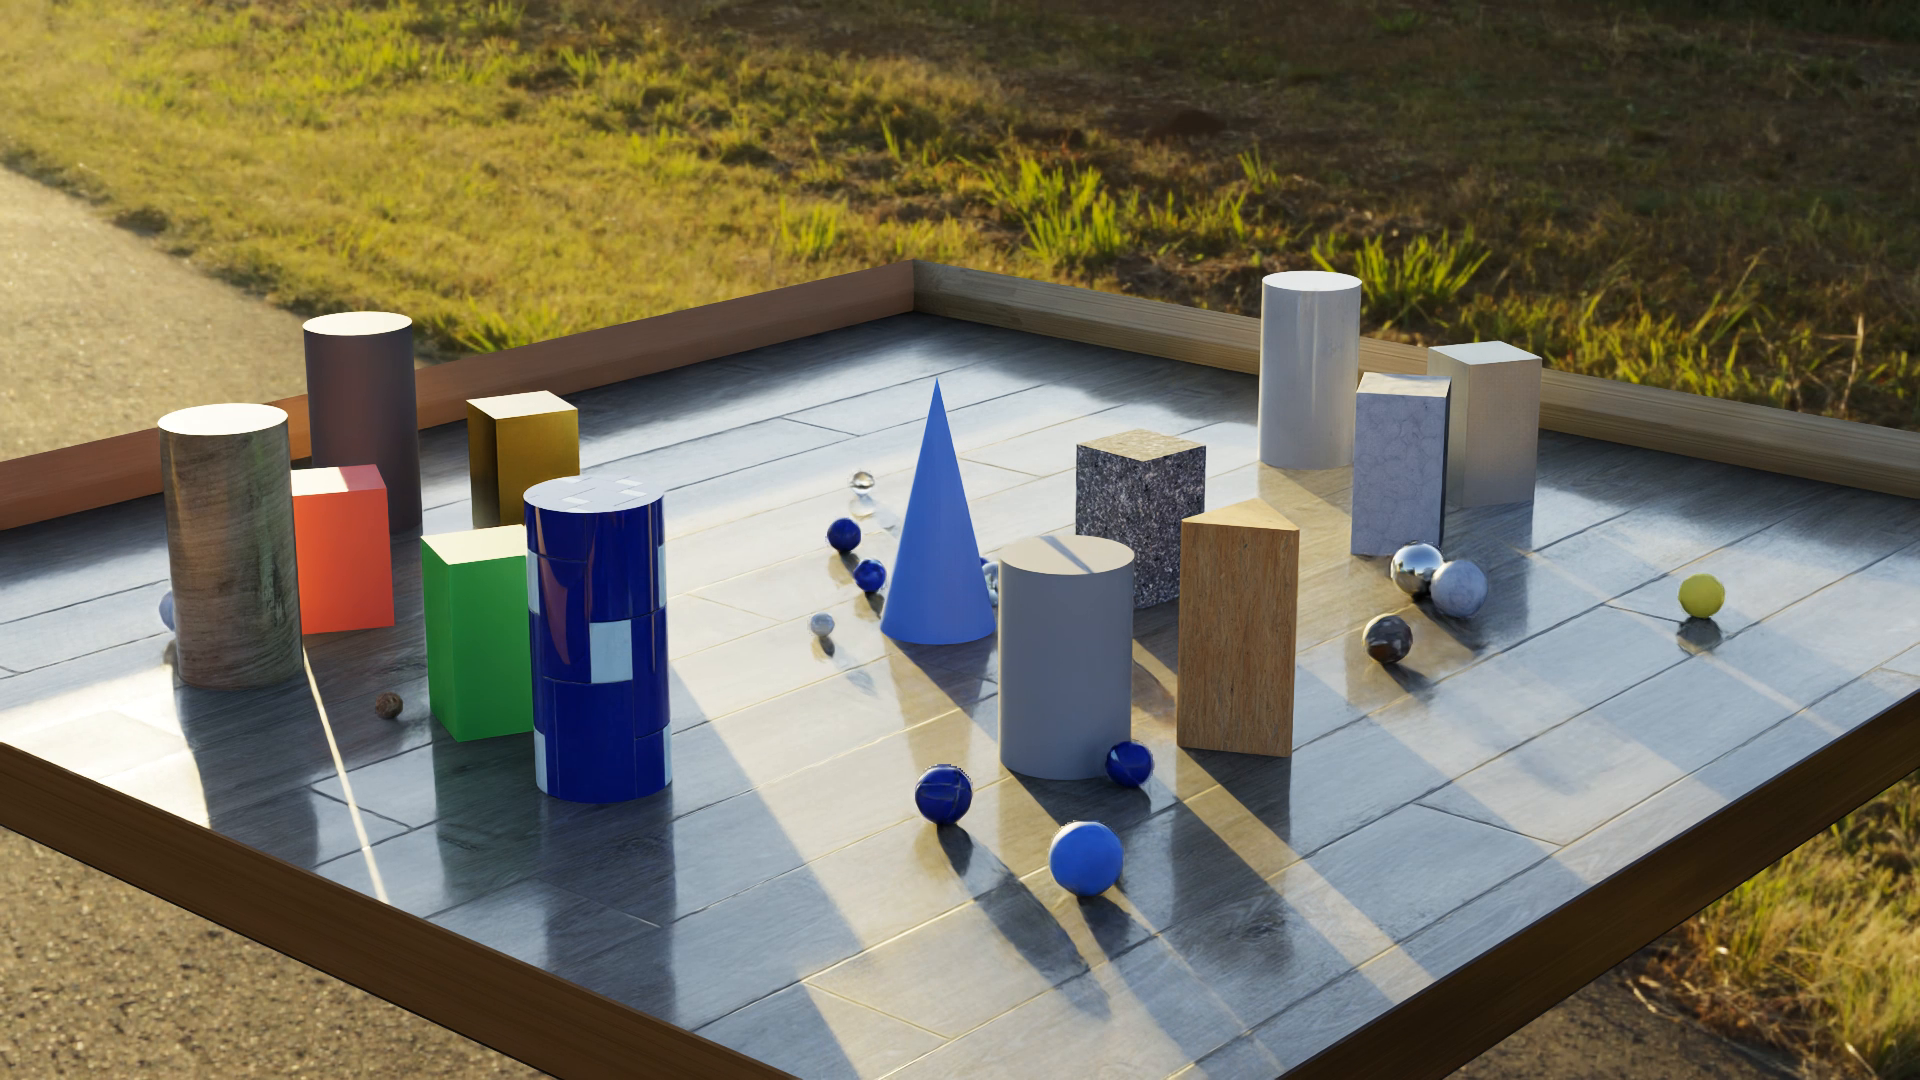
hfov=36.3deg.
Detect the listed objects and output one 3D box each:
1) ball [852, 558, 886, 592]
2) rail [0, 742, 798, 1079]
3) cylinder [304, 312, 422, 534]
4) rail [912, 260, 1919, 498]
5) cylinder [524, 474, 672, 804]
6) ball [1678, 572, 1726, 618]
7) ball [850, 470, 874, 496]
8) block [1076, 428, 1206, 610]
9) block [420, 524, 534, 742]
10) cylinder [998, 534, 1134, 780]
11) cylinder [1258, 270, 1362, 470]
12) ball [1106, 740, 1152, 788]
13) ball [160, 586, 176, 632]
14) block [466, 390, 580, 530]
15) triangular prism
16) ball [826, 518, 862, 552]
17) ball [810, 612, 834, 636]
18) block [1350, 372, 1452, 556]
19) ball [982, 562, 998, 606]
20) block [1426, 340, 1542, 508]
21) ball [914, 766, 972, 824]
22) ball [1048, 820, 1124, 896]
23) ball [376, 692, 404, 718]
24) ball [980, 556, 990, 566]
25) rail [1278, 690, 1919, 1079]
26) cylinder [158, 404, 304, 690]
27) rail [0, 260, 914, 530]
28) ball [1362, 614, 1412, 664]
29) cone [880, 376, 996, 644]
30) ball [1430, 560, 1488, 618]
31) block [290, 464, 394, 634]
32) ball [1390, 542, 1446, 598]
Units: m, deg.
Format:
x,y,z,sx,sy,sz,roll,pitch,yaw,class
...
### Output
x,y,z,sx,sy,sz,roll,pitch,yaw,class
-0.159,0.061,5.148,0.059,0.059,0.059,0,17,0,ball
-1.090,0.395,3.917,3.242,0.129,0.045,14,22,39,rail
-1.122,-0.219,5.515,0.199,0.385,0.199,0,17,0,cylinder
1.090,-0.330,6.322,3.242,0.129,0.045,14,22,39,rail
-0.521,0.141,4.234,0.199,0.434,0.199,0,17,0,cylinder
1.268,0.094,5.009,0.077,0.077,0.077,0,17,0,ball
-0.192,-0.112,5.741,0.049,0.049,0.049,0,17,0,ball
0.315,-0.039,5.128,0.159,0.264,0.159,-15,23,-41,block
-0.722,0.141,4.499,0.159,0.282,0.159,-8,18,-24,block
0.156,0.172,4.339,0.199,0.315,0.199,0,17,0,cylinder
0.710,-0.346,5.965,0.199,0.369,0.199,0,17,0,cylinder
0.245,0.325,4.259,0.067,0.067,0.067,0,17,0,ball
-1.298,0.115,4.920,0.089,0.089,0.089,0,17,0,ball
-0.815,-0.135,5.484,0.159,0.243,0.159,-9,19,-27,block
0.430,0.127,4.421,0.172,0.354,0.149,5,17,15,triangular prism
-0.212,-0.010,5.376,0.065,0.065,0.065,0,17,0,ball
-0.232,0.141,4.916,0.042,0.042,0.042,0,17,0,ball
0.810,-0.138,5.387,0.159,0.304,0.159,4,17,12,block
0.060,0.076,5.068,0.077,0.077,0.077,0,17,0,ball
1.016,-0.227,5.716,0.159,0.284,0.159,-6,18,-20,block
-0.024,0.359,4.121,0.082,0.082,0.082,0,17,0,ball
0.167,0.422,3.883,0.100,0.100,0.100,0,17,0,ball
-0.882,0.256,4.535,0.041,0.041,0.041,0,17,0,ball
0.028,0.060,5.143,0.065,0.065,0.065,0,17,0,ball
1.206,0.334,4.117,0.045,0.129,3.373,14,22,39,rail
-1.165,0.010,4.695,0.199,0.420,0.199,0,17,0,cylinder
-1.206,-0.270,6.123,0.045,0.129,3.373,14,22,39,rail
0.698,0.161,4.783,0.080,0.080,0.080,0,17,0,ball
-0.038,-0.063,4.910,0.199,0.434,0.199,0,17,0,cone
0.852,0.084,5.006,0.099,0.099,0.099,0,17,0,ball
-1.058,0.014,4.987,0.159,0.242,0.159,-5,18,-17,block
0.800,0.052,5.115,0.097,0.097,0.097,0,17,0,ball
